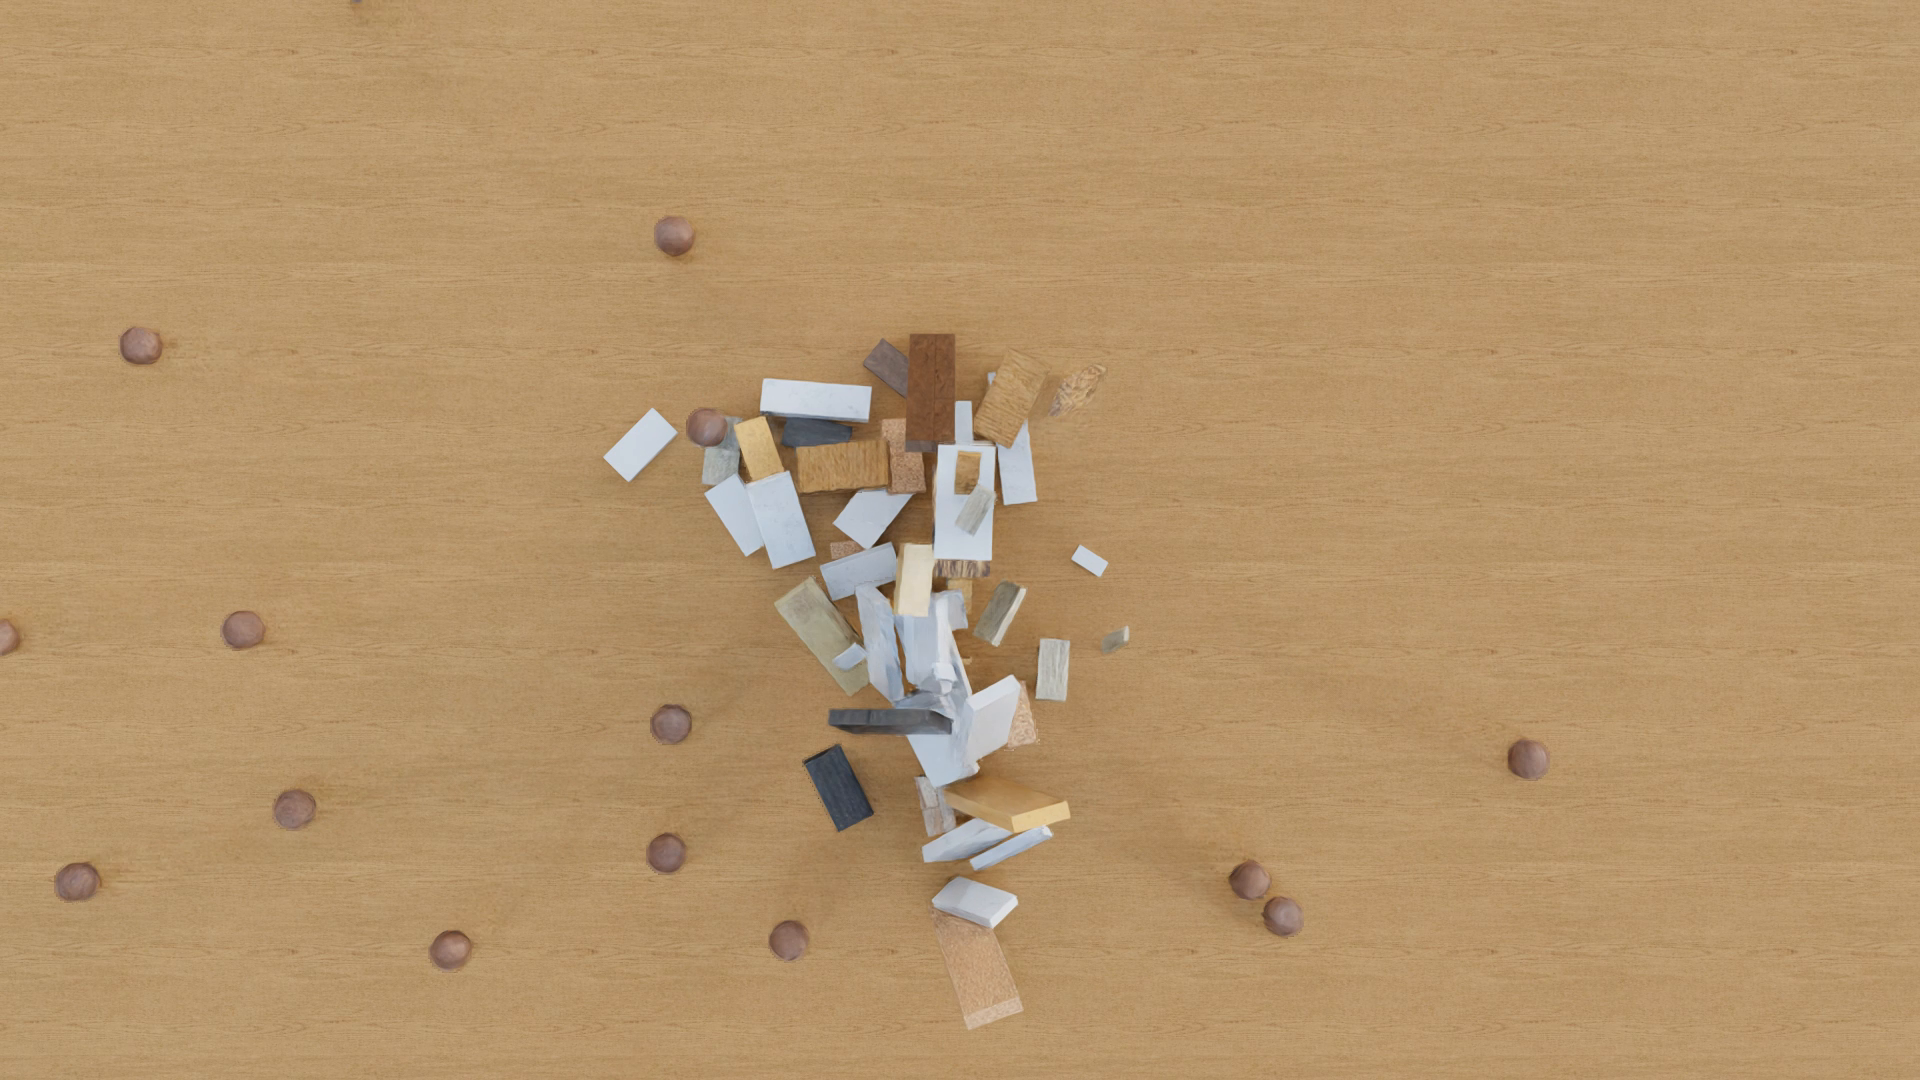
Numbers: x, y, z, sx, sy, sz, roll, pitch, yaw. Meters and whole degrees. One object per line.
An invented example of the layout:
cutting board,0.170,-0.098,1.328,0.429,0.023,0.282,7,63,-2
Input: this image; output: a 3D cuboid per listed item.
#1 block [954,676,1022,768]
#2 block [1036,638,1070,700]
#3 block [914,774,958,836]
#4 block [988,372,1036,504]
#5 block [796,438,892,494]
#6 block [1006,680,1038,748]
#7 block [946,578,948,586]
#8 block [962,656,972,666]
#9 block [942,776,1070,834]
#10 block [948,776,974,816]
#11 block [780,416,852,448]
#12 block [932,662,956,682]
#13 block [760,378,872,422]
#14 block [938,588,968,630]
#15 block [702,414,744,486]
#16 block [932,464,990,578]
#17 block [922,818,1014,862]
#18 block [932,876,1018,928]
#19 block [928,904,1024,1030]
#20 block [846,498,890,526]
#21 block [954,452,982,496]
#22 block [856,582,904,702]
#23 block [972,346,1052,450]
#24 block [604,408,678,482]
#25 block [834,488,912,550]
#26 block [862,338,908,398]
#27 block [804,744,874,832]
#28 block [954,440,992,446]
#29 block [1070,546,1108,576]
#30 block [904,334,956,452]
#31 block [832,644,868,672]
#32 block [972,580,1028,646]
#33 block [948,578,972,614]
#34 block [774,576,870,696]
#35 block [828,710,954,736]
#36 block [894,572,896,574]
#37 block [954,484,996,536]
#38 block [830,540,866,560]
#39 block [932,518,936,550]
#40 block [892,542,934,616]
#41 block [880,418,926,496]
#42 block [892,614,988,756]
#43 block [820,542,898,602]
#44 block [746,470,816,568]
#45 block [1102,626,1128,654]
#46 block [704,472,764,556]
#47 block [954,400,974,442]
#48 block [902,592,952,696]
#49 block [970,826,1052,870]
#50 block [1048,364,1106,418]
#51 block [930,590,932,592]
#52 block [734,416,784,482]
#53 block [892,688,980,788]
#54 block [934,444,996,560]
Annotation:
block,0.084,0.574,5.194,0.176,0.353,0.050,-26,60,-24
block,0.308,0.430,5.486,0.100,0.028,0.200,4,90,0
block,-0.079,0.872,5.458,0.099,0.028,0.199,-13,89,3
block,0.175,-0.342,5.481,0.110,0.031,0.439,-7,90,4
block,-0.381,-0.239,5.411,0.303,0.043,0.152,-5,82,11
block,0.185,0.579,5.474,0.100,0.028,0.206,-11,87,-8
block,-0.005,0.114,5.424,0.077,0.154,0.022,1,69,0
block,-0.004,0.399,5.421,0.076,0.153,0.022,-4,88,3
block,0.131,0.814,5.118,0.176,0.717,0.050,-13,92,-17
block,-0.008,0.729,5.483,0.099,0.028,0.374,-3,90,3
block,-0.476,-0.346,5.484,0.220,0.031,0.110,13,90,0
block,-0.049,0.408,5.101,0.016,0.110,0.055,-26,72,22
block,-0.476,-0.461,5.466,0.360,0.033,0.116,4,72,0
block,-0.022,0.231,5.444,0.077,0.022,0.154,-9,128,0
block,-0.787,-0.296,5.484,0.116,0.033,0.231,6,90,0
block,0.003,-0.060,5.126,0.175,0.049,0.349,0,90,0
block,0.050,0.954,5.315,0.176,0.353,0.050,4,61,-39
block,0.049,1.176,5.363,0.131,0.261,0.037,-36,120,-37
block,0.041,1.305,5.180,0.175,0.647,0.049,-19,109,-5
block,-0.302,-0.092,5.437,0.134,0.019,0.067,11,87,-2
block,0.021,-0.188,4.679,0.067,0.019,0.134,6,126,0
block,-0.258,0.331,5.316,0.049,0.175,0.349,-17,114,-21
block,0.166,-0.468,5.441,0.152,0.043,0.303,27,93,5
block,-1.060,-0.316,5.484,0.116,0.033,0.231,45,90,0
block,-0.271,-0.125,5.470,0.149,0.042,0.297,38,87,0
block,-0.205,-0.559,5.484,0.220,0.031,0.110,39,90,0
block,-0.398,0.815,5.424,0.131,0.037,0.261,-27,102,-9
block,0.017,-0.243,5.027,0.163,0.505,0.046,0,102,0
block,0.432,0.069,5.492,0.112,0.016,0.056,32,90,0
block,-0.091,-0.476,5.253,0.152,0.604,0.043,0,129,0
block,-0.357,0.383,5.375,0.055,0.016,0.110,37,123,-25
block,0.124,0.228,5.182,0.028,0.100,0.200,33,82,-41
block,-0.001,0.181,5.441,0.077,0.022,0.154,1,131,0
block,-0.422,0.319,5.389,0.149,0.042,0.415,-36,116,1
block,-0.218,0.575,5.197,0.349,0.175,0.049,-3,72,25
block,-0.167,0.178,5.465,0.077,0.022,0.153,-10,101,-15
block,0.043,-0.085,4.697,0.067,0.019,0.134,30,107,0
block,-0.373,0.032,5.492,0.113,0.016,0.056,-7,90,0
block,0.002,-0.019,4.936,0.163,0.327,0.046,0,99,0
block,-0.141,0.121,5.060,0.110,0.031,0.220,5,92,-34
block,-0.189,-0.276,5.445,0.125,0.035,0.249,-4,78,-11
block,-0.059,0.462,5.344,0.161,0.046,0.544,-13,107,17
block,-0.324,0.104,5.453,0.249,0.035,0.125,-19,120,0
block,-0.587,-0.065,5.409,0.149,0.042,0.297,-18,113,-6
block,0.511,0.331,5.444,0.016,0.110,0.055,28,49,-29
block,-0.724,-0.084,5.461,0.125,0.035,0.249,-32,96,8
block,-0.008,-0.347,5.292,0.096,0.027,0.193,-3,90,0
block,-0.105,0.315,5.193,0.046,0.161,0.321,-21,117,-40
block,0.169,1.011,5.417,0.261,0.131,0.037,-28,74,7
block,0.333,-0.422,4.668,0.031,0.229,0.110,35,120,16
block,-0.093,0.241,5.460,0.022,0.077,0.153,-15,90,-14
block,-0.663,-0.293,5.462,0.110,0.031,0.220,-19,100,-4
block,-0.080,0.637,5.362,0.161,0.046,0.321,-21,103,19
block,0.014,-0.107,4.750,0.163,0.046,0.327,2,89,0
